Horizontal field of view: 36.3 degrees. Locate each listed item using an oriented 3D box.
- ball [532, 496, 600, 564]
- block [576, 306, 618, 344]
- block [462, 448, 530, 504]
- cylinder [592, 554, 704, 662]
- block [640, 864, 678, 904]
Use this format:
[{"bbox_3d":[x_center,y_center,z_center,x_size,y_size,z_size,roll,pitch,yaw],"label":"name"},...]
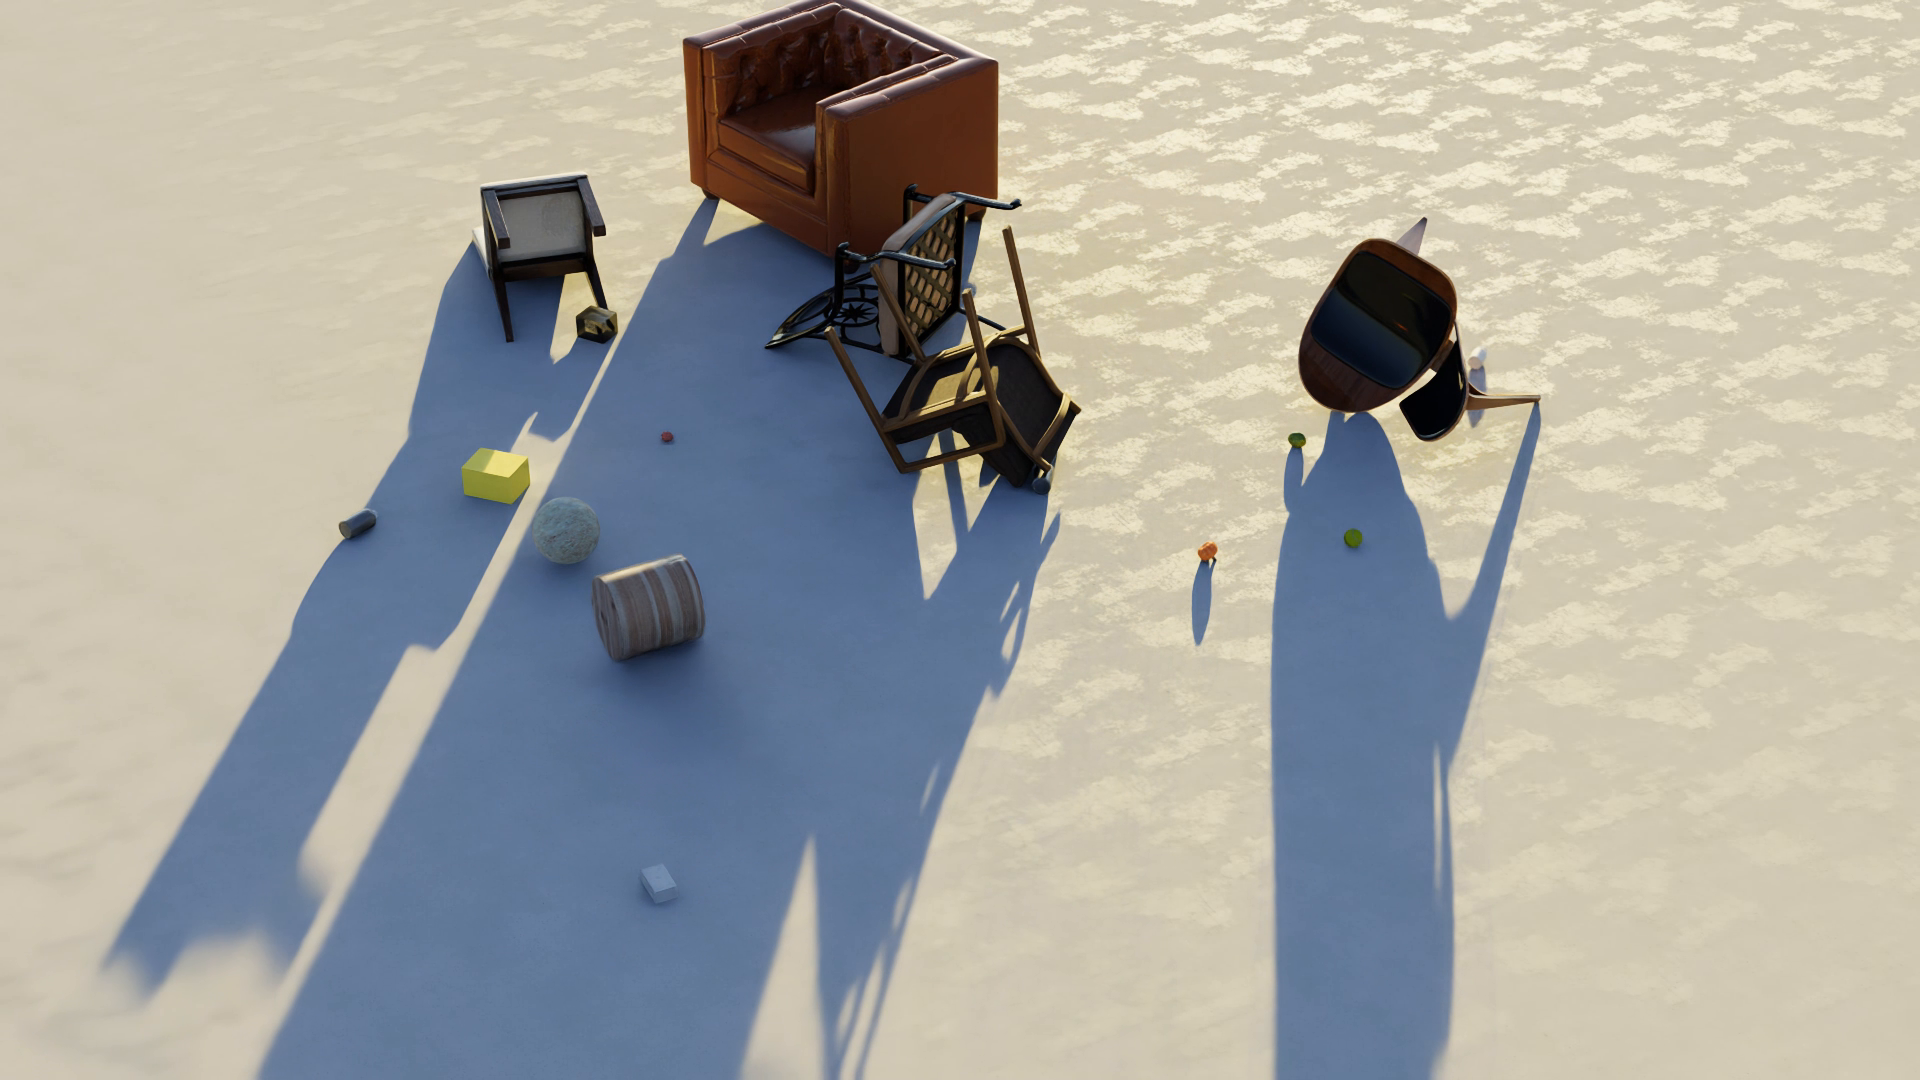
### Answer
[{"bbox_3d":[-1.447,-0.035,10.771,0.249,0.249,0.249,0,33,0],"label":"ball"},{"bbox_3d":[-1.513,-0.898,12.218,0.131,0.098,0.110,17,37,23],"label":"block"},{"bbox_3d":[-1.773,-0.246,11.207,0.202,0.121,0.157,11,35,17],"label":"block"},{"bbox_3d":[-1.096,0.238,10.300,0.312,0.314,0.273,-16,31,-23],"label":"cylinder"},{"bbox_3d":[-0.950,1.084,9.257,0.074,0.047,0.124,-15,36,-22],"label":"block"}]
